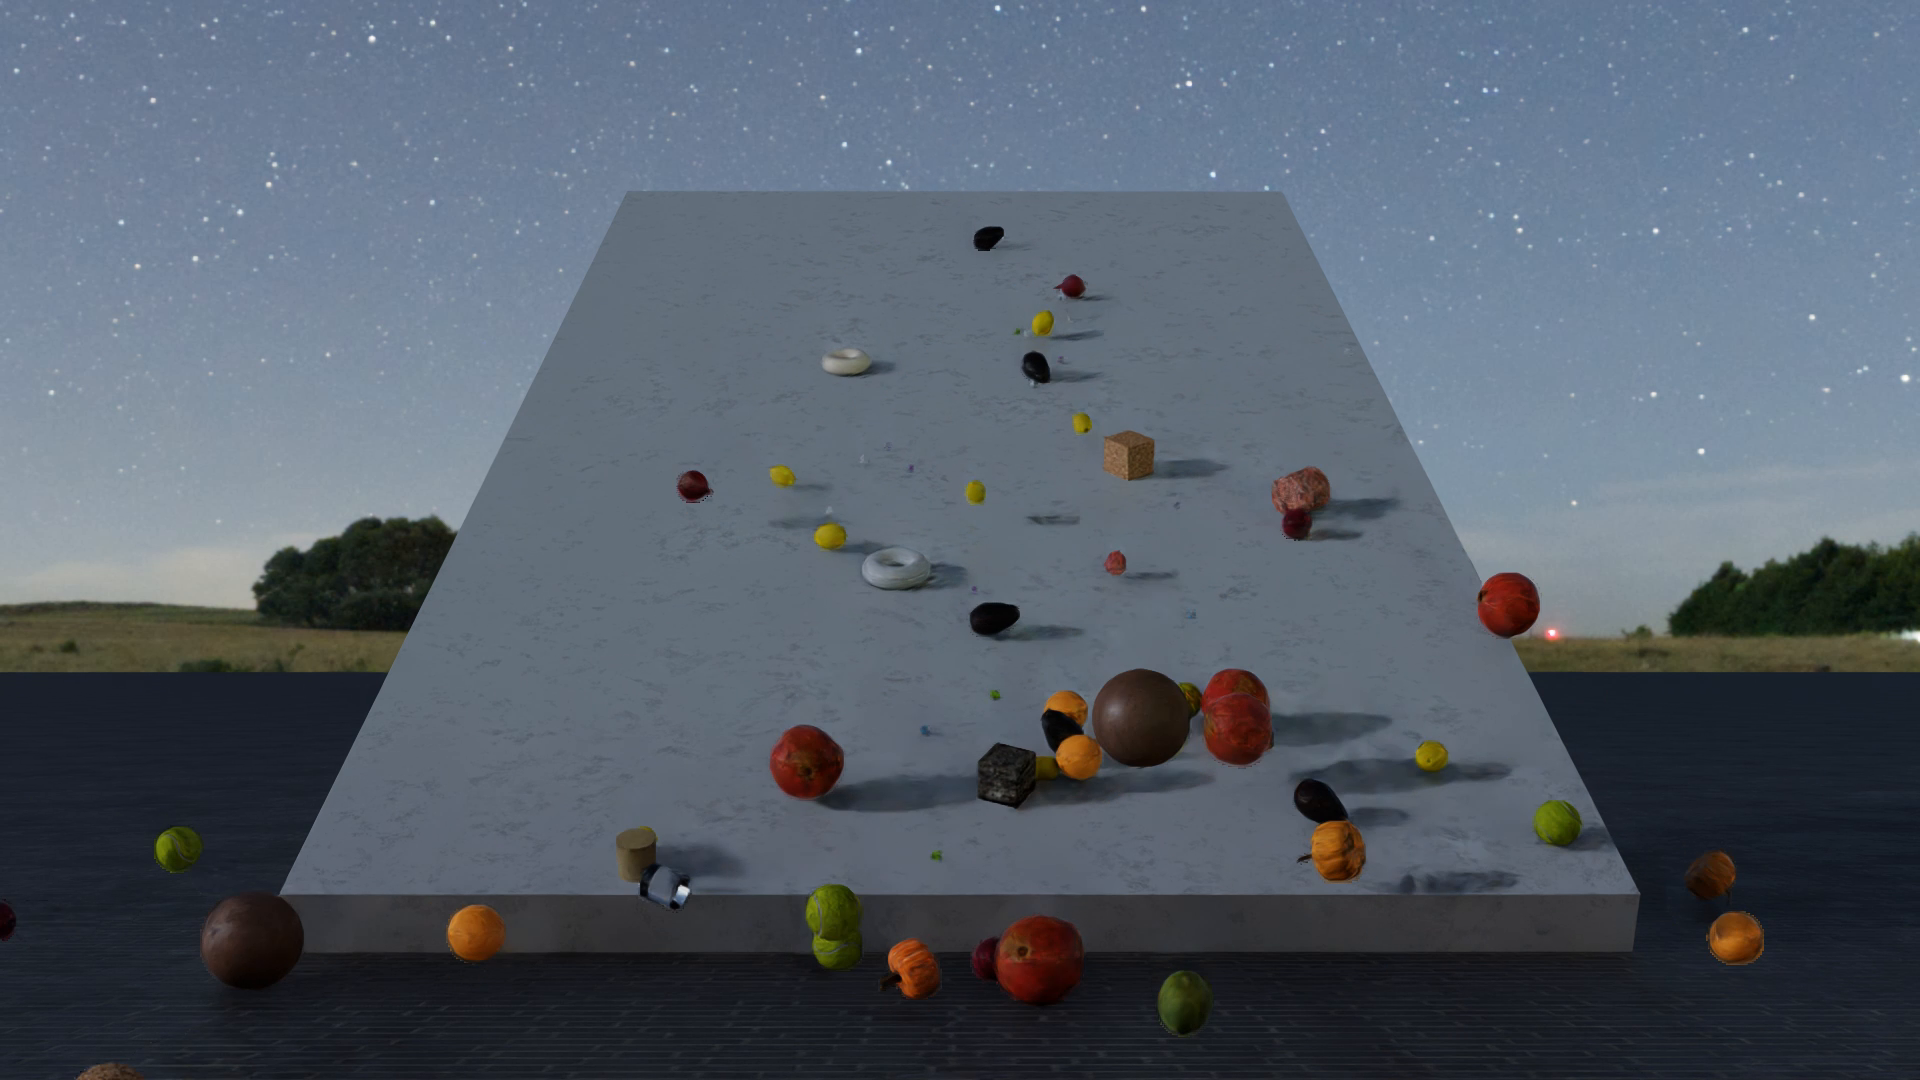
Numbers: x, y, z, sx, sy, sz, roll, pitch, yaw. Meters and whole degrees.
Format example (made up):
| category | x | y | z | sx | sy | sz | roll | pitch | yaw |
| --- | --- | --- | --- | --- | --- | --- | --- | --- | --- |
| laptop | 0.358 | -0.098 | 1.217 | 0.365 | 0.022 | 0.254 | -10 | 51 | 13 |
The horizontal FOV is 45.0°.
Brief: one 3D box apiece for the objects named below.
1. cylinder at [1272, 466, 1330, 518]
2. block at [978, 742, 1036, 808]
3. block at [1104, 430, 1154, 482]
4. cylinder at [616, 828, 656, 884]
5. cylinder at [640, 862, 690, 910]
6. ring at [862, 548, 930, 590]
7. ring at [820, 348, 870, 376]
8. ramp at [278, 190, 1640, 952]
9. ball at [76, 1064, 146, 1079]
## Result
| category | x | y | z | sx | sy | sz | roll | pitch | yaw |
| --- | --- | --- | --- | --- | --- | --- | --- | --- | --- |
| cylinder | 0.695 | -0.098 | 4.727 | 0.085 | 0.085 | 0.085 | -20 | 11 | -40 |
| block | 0.074 | 0.372 | 3.662 | 0.068 | 0.068 | 0.068 | 12 | 26 | 25 |
| block | 0.359 | -0.180 | 4.930 | 0.076 | 0.076 | 0.076 | -18 | 29 | -35 |
| cylinder | -0.481 | 0.469 | 3.445 | 0.059 | 0.059 | 0.059 | 0 | 23 | 0 |
| cylinder | -0.429 | 0.503 | 3.368 | 0.054 | 0.054 | 0.054 | 18 | 4 | 23 |
| ring | -0.122 | 0.054 | 4.427 | 0.131 | 0.044 | 0.131 | -1 | 25 | 0 |
| ring | -0.275 | -0.427 | 5.546 | 0.118 | 0.039 | 0.118 | -1 | 24 | 0 |
| ramp | -0.008 | -0.227 | 5.258 | 2.000 | 0.100 | 4.000 | 0 | 23 | 0 |
| ball | -0.751 | 0.499 | 2.044 | 0.074 | 0.074 | 0.074 | 0 | -3 | 0 |
